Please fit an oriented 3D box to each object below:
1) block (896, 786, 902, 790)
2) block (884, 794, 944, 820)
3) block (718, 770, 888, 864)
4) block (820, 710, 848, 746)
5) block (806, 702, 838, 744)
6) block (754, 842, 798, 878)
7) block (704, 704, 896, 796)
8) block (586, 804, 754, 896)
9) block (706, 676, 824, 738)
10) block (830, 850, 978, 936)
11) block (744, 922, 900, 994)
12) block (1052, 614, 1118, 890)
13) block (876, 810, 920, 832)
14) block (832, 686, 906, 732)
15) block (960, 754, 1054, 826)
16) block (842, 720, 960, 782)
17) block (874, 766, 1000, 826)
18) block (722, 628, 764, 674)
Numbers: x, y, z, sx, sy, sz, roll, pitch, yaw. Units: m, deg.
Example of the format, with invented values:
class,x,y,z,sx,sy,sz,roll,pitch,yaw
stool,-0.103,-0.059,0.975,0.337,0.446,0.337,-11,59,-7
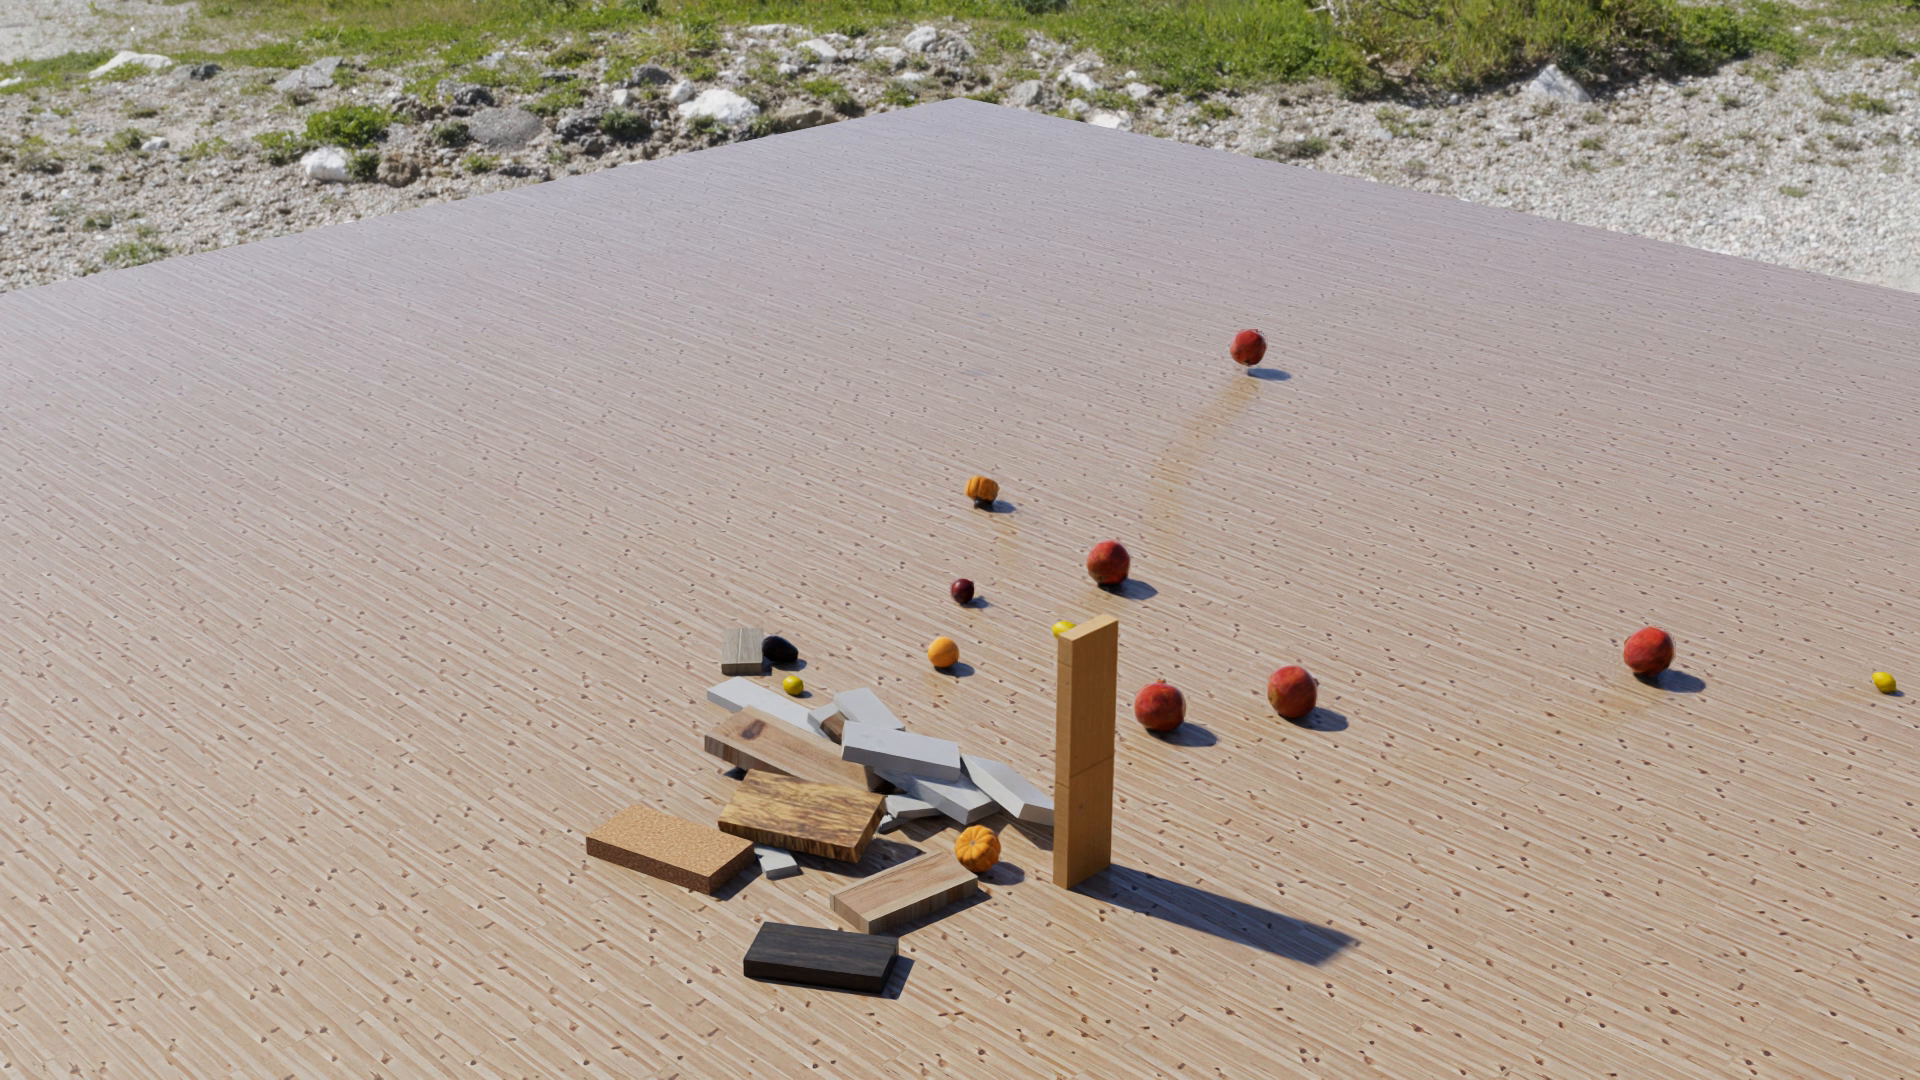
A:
class,x,y,z,sx,sy,sz,roll,pitch,yaw
block,-0.152,0.447,4.590,0.160,0.023,0.080,41,40,19
block,-0.091,0.532,4.417,0.125,0.018,0.063,0,24,-36
block,-0.310,0.542,4.329,0.297,0.042,0.149,8,41,21
block,-0.211,0.424,4.625,0.160,0.023,0.080,42,44,19
block,-0.231,0.414,4.696,0.094,0.027,0.188,-20,43,-39
block,-0.367,0.616,4.286,0.063,0.018,0.125,-9,25,-20
block,-0.332,0.458,4.563,0.387,0.042,0.149,21,32,27
block,-0.566,0.601,4.290,0.297,0.042,0.149,13,26,28
block,-0.399,0.383,4.825,0.371,0.027,0.094,21,31,40
block,-0.105,0.665,4.148,0.254,0.036,0.127,-17,28,-34
block,-0.248,0.749,3.949,0.254,0.036,0.127,5,24,12
block,0.236,0.402,4.139,0.036,0.527,0.127,21,31,40
block,-0.133,0.552,4.438,0.125,0.018,0.063,-16,28,-34
block,-0.192,0.368,4.626,0.080,0.023,0.160,-12,35,-32
block,0.104,0.507,4.456,0.120,0.034,0.239,18,9,-37
block,-0.122,0.431,4.492,0.239,0.034,0.120,12,20,-7
block,-0.044,0.497,4.470,0.239,0.034,0.120,26,22,30
block,-0.505,0.258,5.120,0.094,0.027,0.188,-1,23,-3
